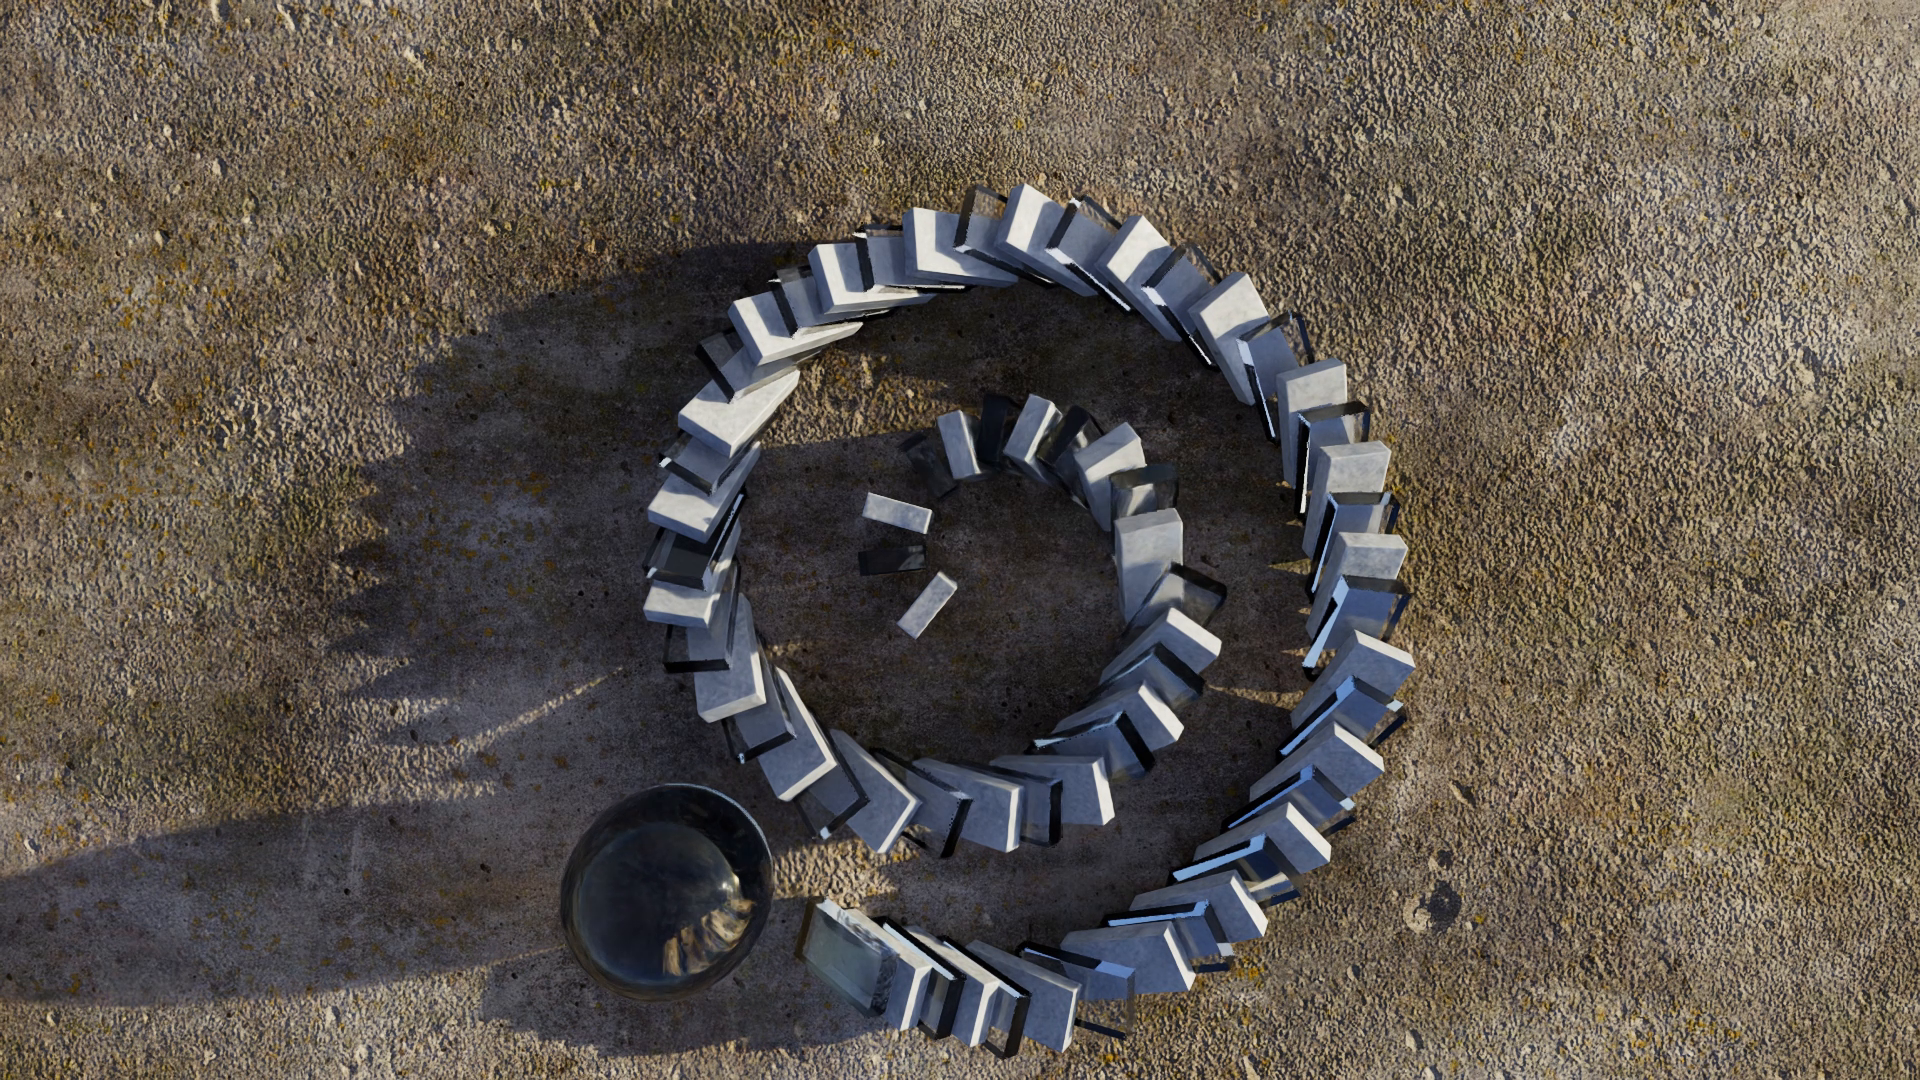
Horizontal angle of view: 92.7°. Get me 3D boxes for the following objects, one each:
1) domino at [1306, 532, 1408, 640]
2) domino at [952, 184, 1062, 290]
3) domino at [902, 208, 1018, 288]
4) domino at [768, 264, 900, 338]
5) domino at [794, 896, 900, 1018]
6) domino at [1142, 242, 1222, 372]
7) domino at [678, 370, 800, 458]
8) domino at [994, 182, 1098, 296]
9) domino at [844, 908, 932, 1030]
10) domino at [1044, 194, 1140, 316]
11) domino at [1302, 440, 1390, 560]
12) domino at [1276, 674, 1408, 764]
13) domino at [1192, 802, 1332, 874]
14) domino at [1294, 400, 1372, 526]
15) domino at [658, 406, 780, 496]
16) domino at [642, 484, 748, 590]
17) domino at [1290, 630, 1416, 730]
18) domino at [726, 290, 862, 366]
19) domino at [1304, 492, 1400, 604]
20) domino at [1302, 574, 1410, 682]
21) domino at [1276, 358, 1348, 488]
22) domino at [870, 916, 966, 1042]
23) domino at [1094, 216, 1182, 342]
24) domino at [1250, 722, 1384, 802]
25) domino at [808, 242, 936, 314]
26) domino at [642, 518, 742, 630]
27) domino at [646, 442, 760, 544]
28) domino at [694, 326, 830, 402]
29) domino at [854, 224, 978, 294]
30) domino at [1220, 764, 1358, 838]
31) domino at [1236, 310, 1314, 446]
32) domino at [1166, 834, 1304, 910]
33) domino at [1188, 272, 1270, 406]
[{"bbox_3d":[0.164,0.021,0.382,0.025,0.010,0.050,3,124,-2],"label":"domino"},{"bbox_3d":[0.023,-0.126,0.383,0.050,0.009,0.025,13,90,-31],"label":"domino"},{"bbox_3d":[0.001,-0.121,0.382,0.050,0.009,0.025,-4,89,-33],"label":"domino"},{"bbox_3d":[-0.052,-0.102,0.382,0.050,0.010,0.025,-22,90,-33],"label":"domino"},{"bbox_3d":[-0.048,0.171,0.379,0.050,0.010,0.025,15,90,44],"label":"domino"},{"bbox_3d":[0.101,-0.097,0.384,0.025,0.010,0.050,-48,118,0],"label":"domino"},{"bbox_3d":[-0.091,-0.059,0.382,0.025,0.009,0.050,32,55,1],"label":"domino"},{"bbox_3d":[0.040,-0.124,0.382,0.050,0.009,0.025,19,87,-31],"label":"domino"},{"bbox_3d":[-0.035,0.176,0.379,0.050,0.010,0.025,15,90,44],"label":"domino"},{"bbox_3d":[0.061,-0.118,0.383,0.050,0.009,0.025,29,88,-30],"label":"domino"},{"bbox_3d":[0.160,-0.016,0.381,0.025,0.010,0.050,-7,125,-4],"label":"domino"},{"bbox_3d":[0.158,0.081,0.383,0.025,0.010,0.050,30,121,-2],"label":"domino"},{"bbox_3d":[0.125,0.131,0.382,0.025,0.010,0.050,46,125,-1],"label":"domino"},{"bbox_3d":[0.154,-0.031,0.382,0.025,0.010,0.050,-12,125,-1],"label":"domino"},{"bbox_3d":[-0.100,-0.044,0.382,0.025,0.010,0.050,31,57,0],"label":"domino"},{"bbox_3d":[-0.110,-0.005,0.381,0.025,0.009,0.050,12,56,3],"label":"domino"},{"bbox_3d":[0.163,0.064,0.383,0.025,0.010,0.050,24,120,0],"label":"domino"},{"bbox_3d":[-0.068,-0.092,0.382,0.050,0.010,0.025,-28,89,-34],"label":"domino"},{"bbox_3d":[0.163,0.004,0.382,0.025,0.010,0.050,-1,124,-1],"label":"domino"},{"bbox_3d":[0.164,0.039,0.382,0.025,0.009,0.050,7,124,-2],"label":"domino"},{"bbox_3d":[0.148,-0.048,0.383,0.025,0.009,0.050,-17,120,0],"label":"domino"},{"bbox_3d":[-0.021,0.180,0.379,0.050,0.009,0.025,16,91,44],"label":"domino"},{"bbox_3d":[0.082,-0.109,0.384,0.050,0.009,0.025,35,90,-30],"label":"domino"},{"bbox_3d":[0.148,0.100,0.383,0.025,0.009,0.050,37,121,-1],"label":"domino"},{"bbox_3d":[-0.036,-0.110,0.382,0.050,0.009,0.025,-16,88,-33],"label":"domino"},{"bbox_3d":[-0.111,0.012,0.382,0.025,0.009,0.050,9,56,1],"label":"domino"},{"bbox_3d":[-0.106,-0.025,0.382,0.025,0.009,0.050,22,57,1],"label":"domino"},{"bbox_3d":[-0.082,-0.080,0.383,0.050,0.009,0.025,-36,90,-33],"label":"domino"},{"bbox_3d":[-0.018,-0.117,0.382,0.050,0.010,0.025,-10,89,-33],"label":"domino"},{"bbox_3d":[0.137,0.117,0.383,0.025,0.009,0.050,44,121,0],"label":"domino"},{"bbox_3d":[0.136,-0.067,0.384,0.025,0.009,0.050,-27,117,0],"label":"domino"},{"bbox_3d":[0.114,0.143,0.381,0.025,0.009,0.050,49,125,-3],"label":"domino"},{"bbox_3d":[0.119,-0.084,0.384,0.025,0.010,0.050,-40,118,0],"label":"domino"}]
